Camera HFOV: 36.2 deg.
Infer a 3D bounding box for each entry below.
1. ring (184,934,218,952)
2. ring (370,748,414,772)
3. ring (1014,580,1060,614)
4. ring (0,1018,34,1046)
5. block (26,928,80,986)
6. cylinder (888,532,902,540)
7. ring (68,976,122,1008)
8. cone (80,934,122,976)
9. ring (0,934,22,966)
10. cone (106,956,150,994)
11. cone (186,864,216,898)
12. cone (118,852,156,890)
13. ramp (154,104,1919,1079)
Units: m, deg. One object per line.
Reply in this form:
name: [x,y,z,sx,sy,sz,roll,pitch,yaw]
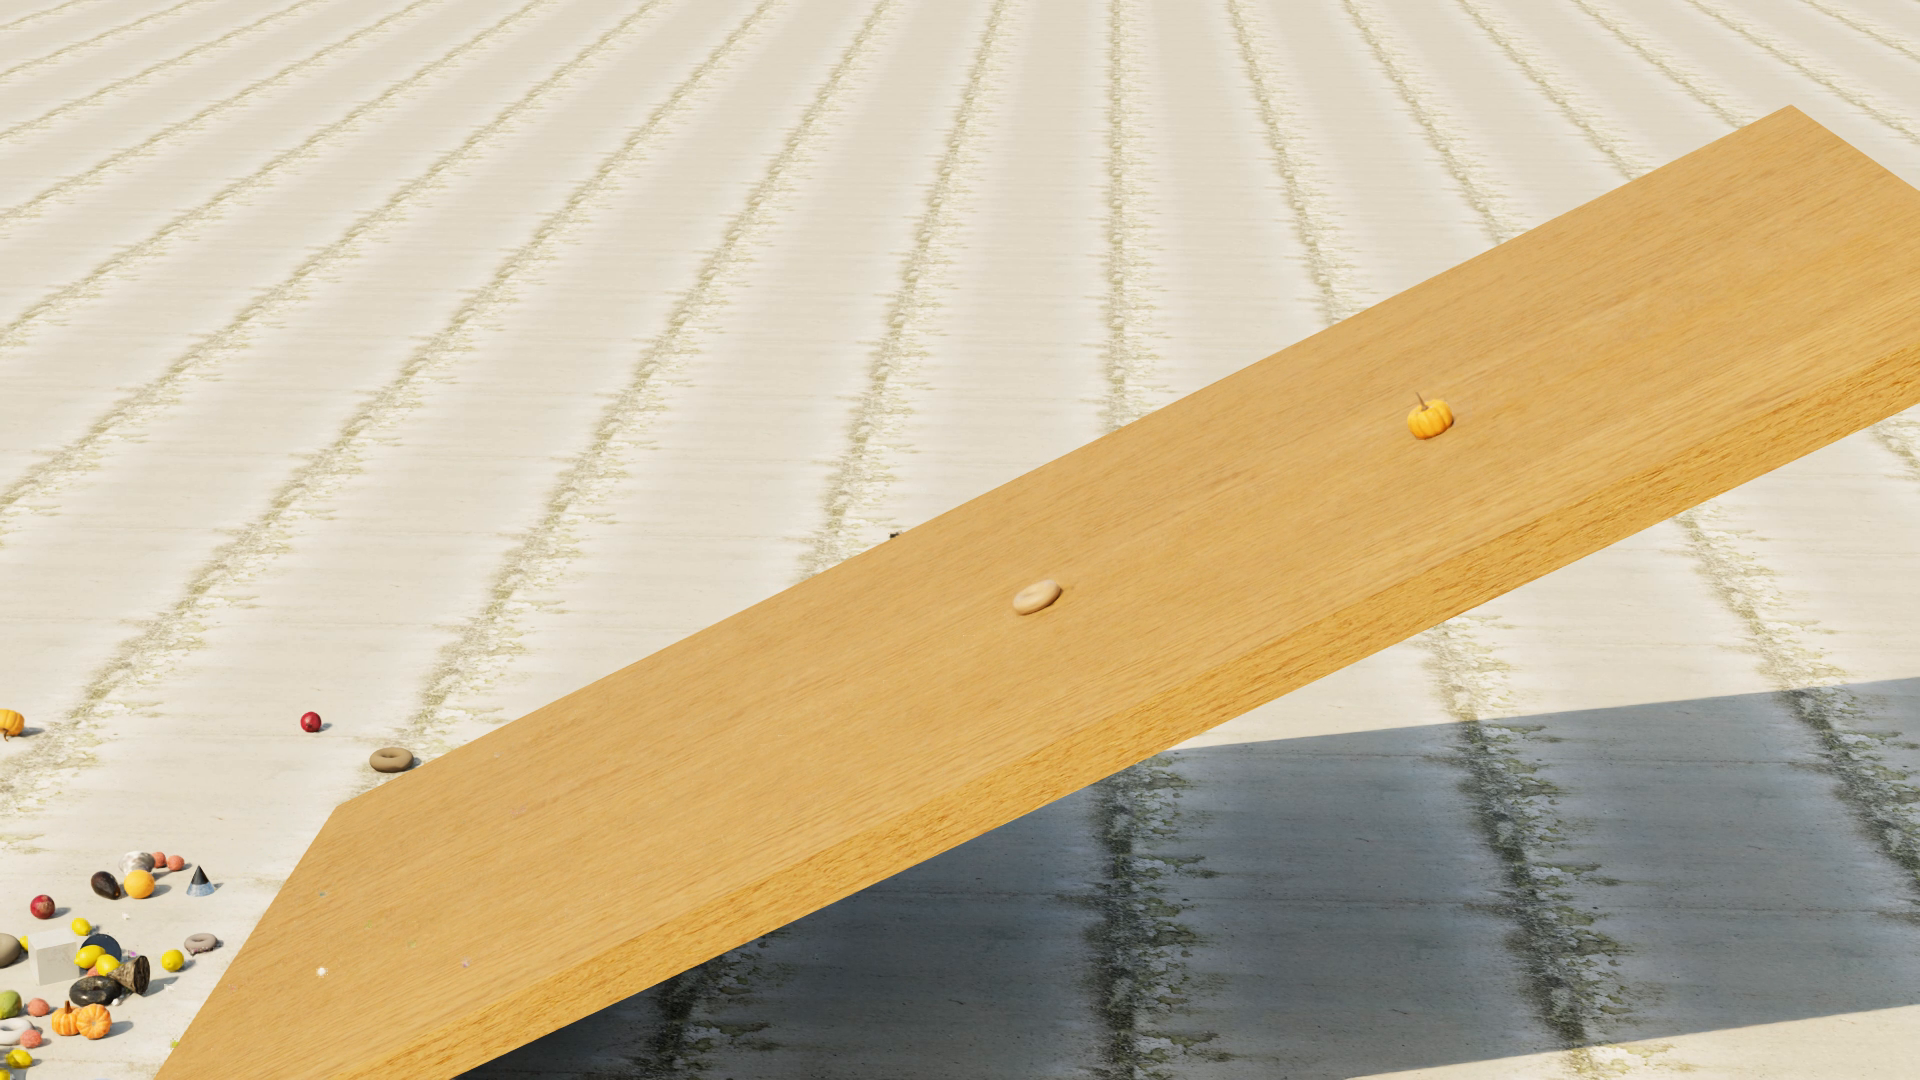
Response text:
ring: [-1.797,0.953,6.962,0.078,0.026,0.078,-1,16,0]
ring: [-1.563,0.604,8.087,0.121,0.040,0.121,1,17,0]
ring: [0.159,0.119,6.133,0.106,0.035,0.106,-26,15,7]
ring: [-2.098,1.088,6.510,0.094,0.031,0.094,0,18,0]
block: [-2.100,0.964,6.812,0.092,0.092,0.092,-9,19,-28]
cylinder: [-0.187,0.013,9.959,0.083,0.083,0.083,-8,19,-24]
ring: [-1.969,1.028,6.696,0.116,0.039,0.116,1,18,0]
cone: [-2.018,0.972,6.870,0.097,0.097,0.097,-10,-7,-30]
ring: [-2.273,0.964,6.894,0.139,0.046,0.139,0,18,0]
cone: [-1.913,0.994,6.725,0.090,0.090,0.090,0,17,9]
cone: [-1.880,0.835,7.272,0.072,0.072,0.072,0,17,0]
cone: [-2.044,0.838,7.317,0.090,0.090,0.090,-5,44,-17]
ramp: [0.140,0.168,6.281,4.000,0.100,2.000,-26,14,10]
